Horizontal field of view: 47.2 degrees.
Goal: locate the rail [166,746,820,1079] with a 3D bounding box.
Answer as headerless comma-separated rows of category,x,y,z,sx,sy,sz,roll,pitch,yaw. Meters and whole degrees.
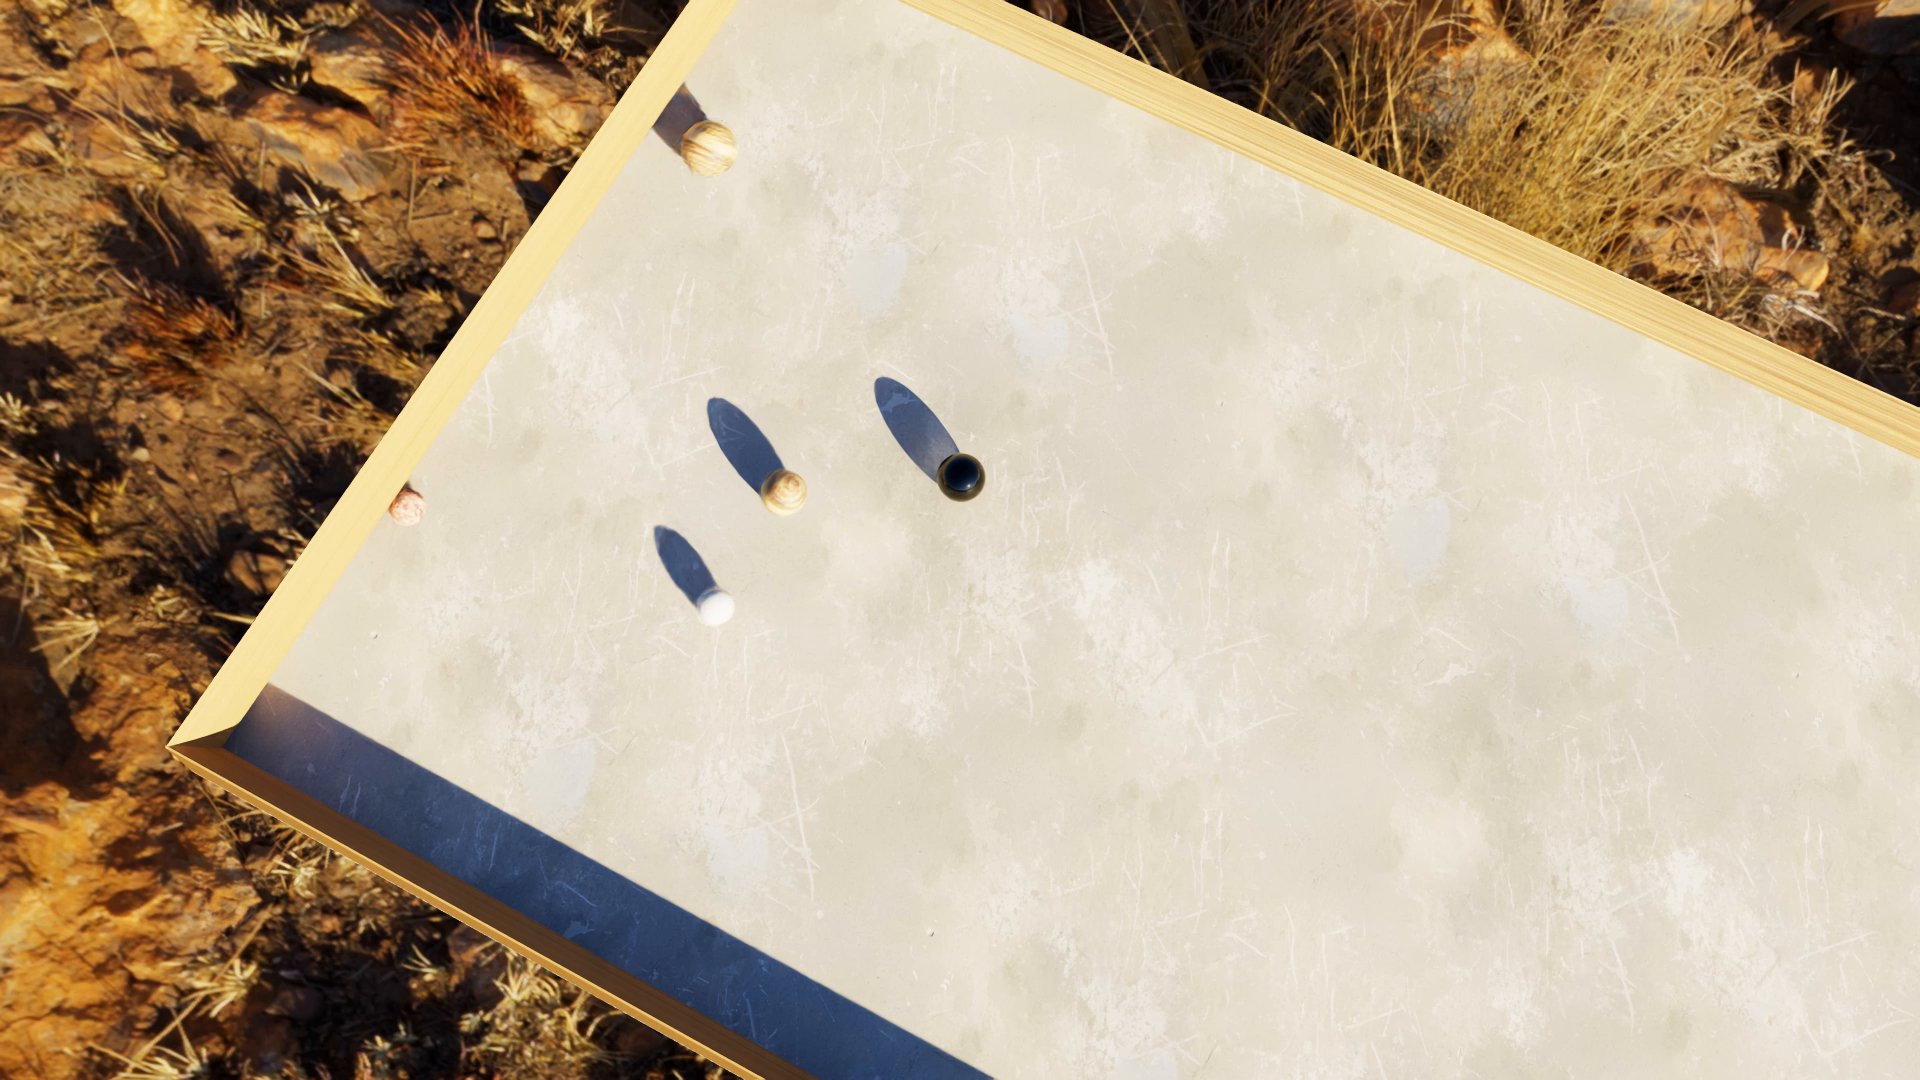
rail,0.356,1.072,3.025,3.470,0.125,0.045,26,70,10

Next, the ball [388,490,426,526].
ball,-0.886,-0.052,3.525,0.058,0.058,0.058,0,68,0

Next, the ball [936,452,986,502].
ball,0.002,-0.100,3.533,0.080,0.080,0.080,0,68,0

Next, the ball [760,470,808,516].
ball,-0.282,-0.076,3.526,0.075,0.075,0.075,0,68,0

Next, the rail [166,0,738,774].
rail,-0.743,-0.380,3.623,0.045,0.125,1.774,26,70,10

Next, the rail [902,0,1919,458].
rail,1.173,-0.335,3.604,3.470,0.125,0.045,26,70,10

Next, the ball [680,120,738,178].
ball,-0.429,-0.668,3.758,0.096,0.096,0.096,0,68,0

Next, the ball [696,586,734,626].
ball,-0.385,0.104,3.459,0.060,0.060,0.060,0,68,0
